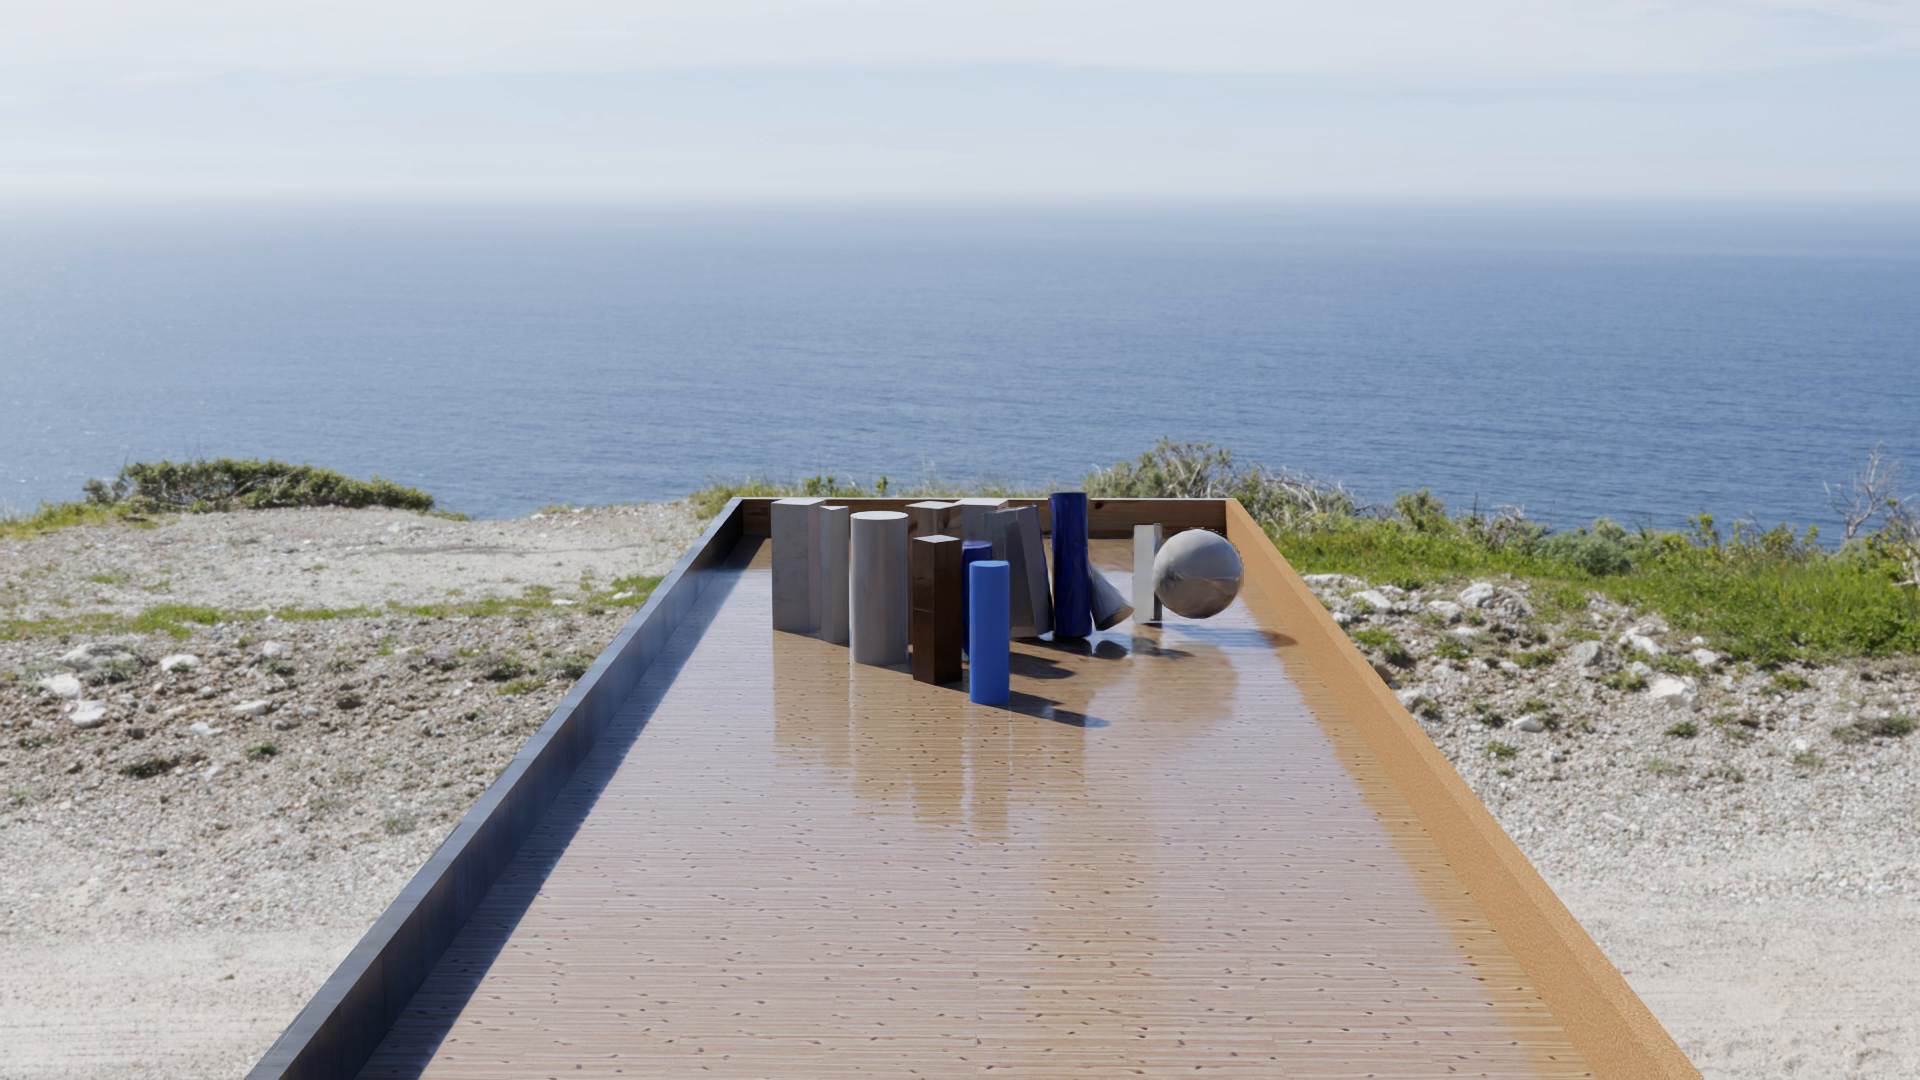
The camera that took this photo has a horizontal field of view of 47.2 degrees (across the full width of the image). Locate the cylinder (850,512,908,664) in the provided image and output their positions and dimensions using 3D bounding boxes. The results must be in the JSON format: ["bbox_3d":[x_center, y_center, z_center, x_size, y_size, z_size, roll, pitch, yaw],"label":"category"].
[{"bbox_3d":[-0.244,0.144,6.682,0.174,0.443,0.174,0,9,0],"label":"cylinder"}]

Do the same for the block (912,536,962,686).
[{"bbox_3d":[-0.066,0.203,6.393,0.102,0.418,0.102,-7,11,-38],"label":"block"}]

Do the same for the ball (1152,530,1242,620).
[{"bbox_3d":[0.769,0.112,7.141,0.293,0.293,0.293,0,9,0],"label":"ball"}]

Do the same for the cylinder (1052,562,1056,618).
[{"bbox_3d":[0.349,0.130,7.184,0.101,0.311,0.101,0,7,0],"label":"cylinder"}]

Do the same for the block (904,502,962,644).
[{"bbox_3d":[-0.082,0.107,6.927,0.130,0.439,0.130,6,11,35],"label":"block"}]

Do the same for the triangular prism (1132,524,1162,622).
[{"bbox_3d":[0.638,0.111,7.285,0.084,0.316,0.097,6,-8,-41],"label":"triangular prism"}]

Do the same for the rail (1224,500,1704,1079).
[{"bbox_3d":[1.046,0.843,3.208,0.050,0.150,12.000,0,9,1],"label":"rail"}]

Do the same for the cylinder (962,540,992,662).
[{"bbox_3d":[0.023,0.185,6.726,0.158,0.347,0.158,-1,8,0],"label":"cylinder"}]

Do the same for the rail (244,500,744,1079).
[{"bbox_3d":[-1.004,0.839,3.234,0.050,0.150,12.000,0,9,1],"label":"rail"}]

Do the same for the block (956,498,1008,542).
[{"bbox_3d":[0.070,0.077,7.214,0.146,0.410,0.146,2,9,15],"label":"block"}]

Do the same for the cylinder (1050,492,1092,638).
[{"bbox_3d":[0.354,0.080,7.010,0.115,0.455,0.115,-2,-4,0],"label":"cylinder"}]

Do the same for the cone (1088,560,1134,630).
[{"bbox_3d":[0.425,0.126,7.069,0.141,0.305,0.141,-26,-19,-10],"label":"cone"}]

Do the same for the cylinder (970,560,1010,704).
[{"bbox_3d":[0.083,0.257,6.145,0.111,0.389,0.111,0,9,0],"label":"cylinder"}]

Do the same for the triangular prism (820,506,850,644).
[{"bbox_3d":[-0.409,0.108,6.961,0.078,0.428,0.090,6,11,32],"label":"triangular prism"}]

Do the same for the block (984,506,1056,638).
[{"bbox_3d":[0.194,0.103,7.016,0.123,0.404,0.123,-7,3,34],"label":"block"}]

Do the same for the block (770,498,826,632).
[{"bbox_3d":[-0.524,0.080,7.169,0.133,0.417,0.133,4,10,22],"label":"block"}]

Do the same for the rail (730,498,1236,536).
[{"bbox_3d":[0.099,-0.098,9.147,2.100,0.150,0.050,0,9,1],"label":"rail"}]
